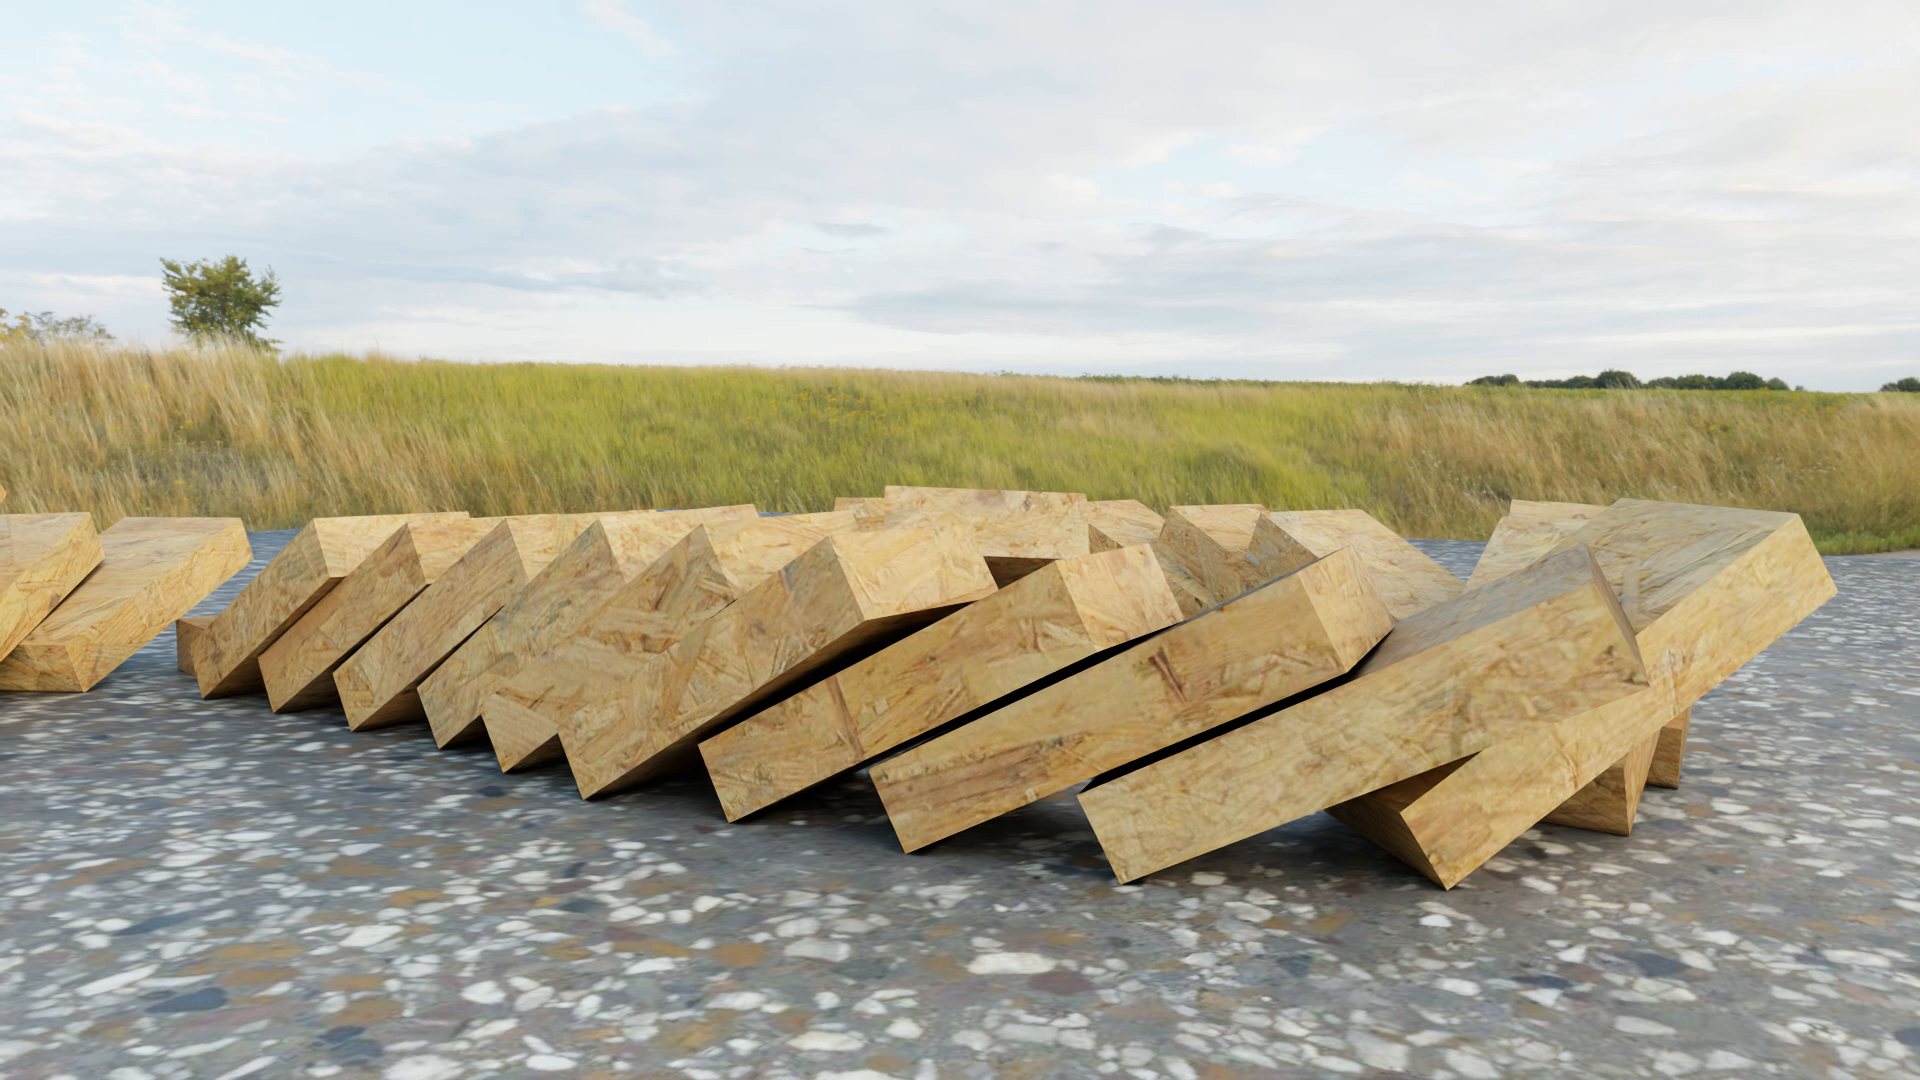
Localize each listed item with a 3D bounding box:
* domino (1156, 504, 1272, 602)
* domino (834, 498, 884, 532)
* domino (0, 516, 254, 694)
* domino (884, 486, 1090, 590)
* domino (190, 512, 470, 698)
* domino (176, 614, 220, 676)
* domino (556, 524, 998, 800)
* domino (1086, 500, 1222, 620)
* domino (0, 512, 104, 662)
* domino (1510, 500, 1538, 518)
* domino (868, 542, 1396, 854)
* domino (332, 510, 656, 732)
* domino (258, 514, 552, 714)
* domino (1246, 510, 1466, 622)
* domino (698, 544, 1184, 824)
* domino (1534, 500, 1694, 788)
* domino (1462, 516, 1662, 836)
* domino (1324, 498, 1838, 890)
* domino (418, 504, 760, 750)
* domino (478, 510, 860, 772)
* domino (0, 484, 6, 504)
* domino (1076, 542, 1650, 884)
[{"bbox_3d":[0.063,0.009,0.245,0.025,0.009,0.050,-2,30,-33],"label":"domino"},{"bbox_3d":[-0.003,0.010,0.200,0.025,0.010,0.050,1,-28,8],"label":"domino"},{"bbox_3d":[-0.160,0.011,0.241,0.025,0.009,0.050,0,26,6],"label":"domino"},{"bbox_3d":[0.002,0.011,0.178,0.025,0.009,0.050,2,-31,-3],"label":"domino"},{"bbox_3d":[-0.103,0.011,0.211,0.050,0.009,0.025,-31,-15,35],"label":"domino"},{"bbox_3d":[-0.122,0.019,0.252,0.050,0.009,0.025,-4,6,-45],"label":"domino"},{"bbox_3d":[-0.022,0.015,0.152,0.050,0.009,0.025,-33,-15,32],"label":"domino"},{"bbox_3d":[0.044,0.008,0.260,0.025,0.010,0.050,-4,32,-44],"label":"domino"},{"bbox_3d":[-0.171,0.011,0.217,0.025,0.009,0.050,-2,29,-5],"label":"domino"},{"bbox_3d":[0.098,0.011,0.202,0.025,0.010,0.050,8,33,24],"label":"domino"},{"bbox_3d":[0.018,0.016,0.133,0.050,0.010,0.025,-29,-8,28],"label":"domino"},{"bbox_3d":[-0.067,0.012,0.188,0.050,0.009,0.025,-33,-15,32],"label":"domino"},{"bbox_3d":[-0.085,0.012,0.200,0.050,0.009,0.025,-31,-14,34],"label":"domino"},{"bbox_3d":[0.076,0.011,0.225,0.025,0.009,0.050,-2,30,-28],"label":"domino"},{"bbox_3d":[-0.002,0.016,0.144,0.050,0.010,0.025,-29,-10,28],"label":"domino"},{"bbox_3d":[0.090,0.012,0.180,0.025,0.010,0.050,7,36,33],"label":"domino"},{"bbox_3d":[0.075,0.014,0.161,0.025,0.009,0.050,3,34,38],"label":"domino"},{"bbox_3d":[0.062,0.014,0.136,0.050,0.009,0.025,-35,11,-6],"label":"domino"},{"bbox_3d":[-0.050,0.012,0.176,0.050,0.009,0.025,-35,-16,35],"label":"domino"},{"bbox_3d":[-0.036,0.013,0.163,0.050,0.009,0.025,-34,-16,33],"label":"domino"},{"bbox_3d":[-0.173,0.007,0.198,0.025,0.009,0.050,-2,46,-5],"label":"domino"},{"bbox_3d":[0.038,0.017,0.125,0.050,0.010,0.025,-28,-5,25],"label":"domino"}]
